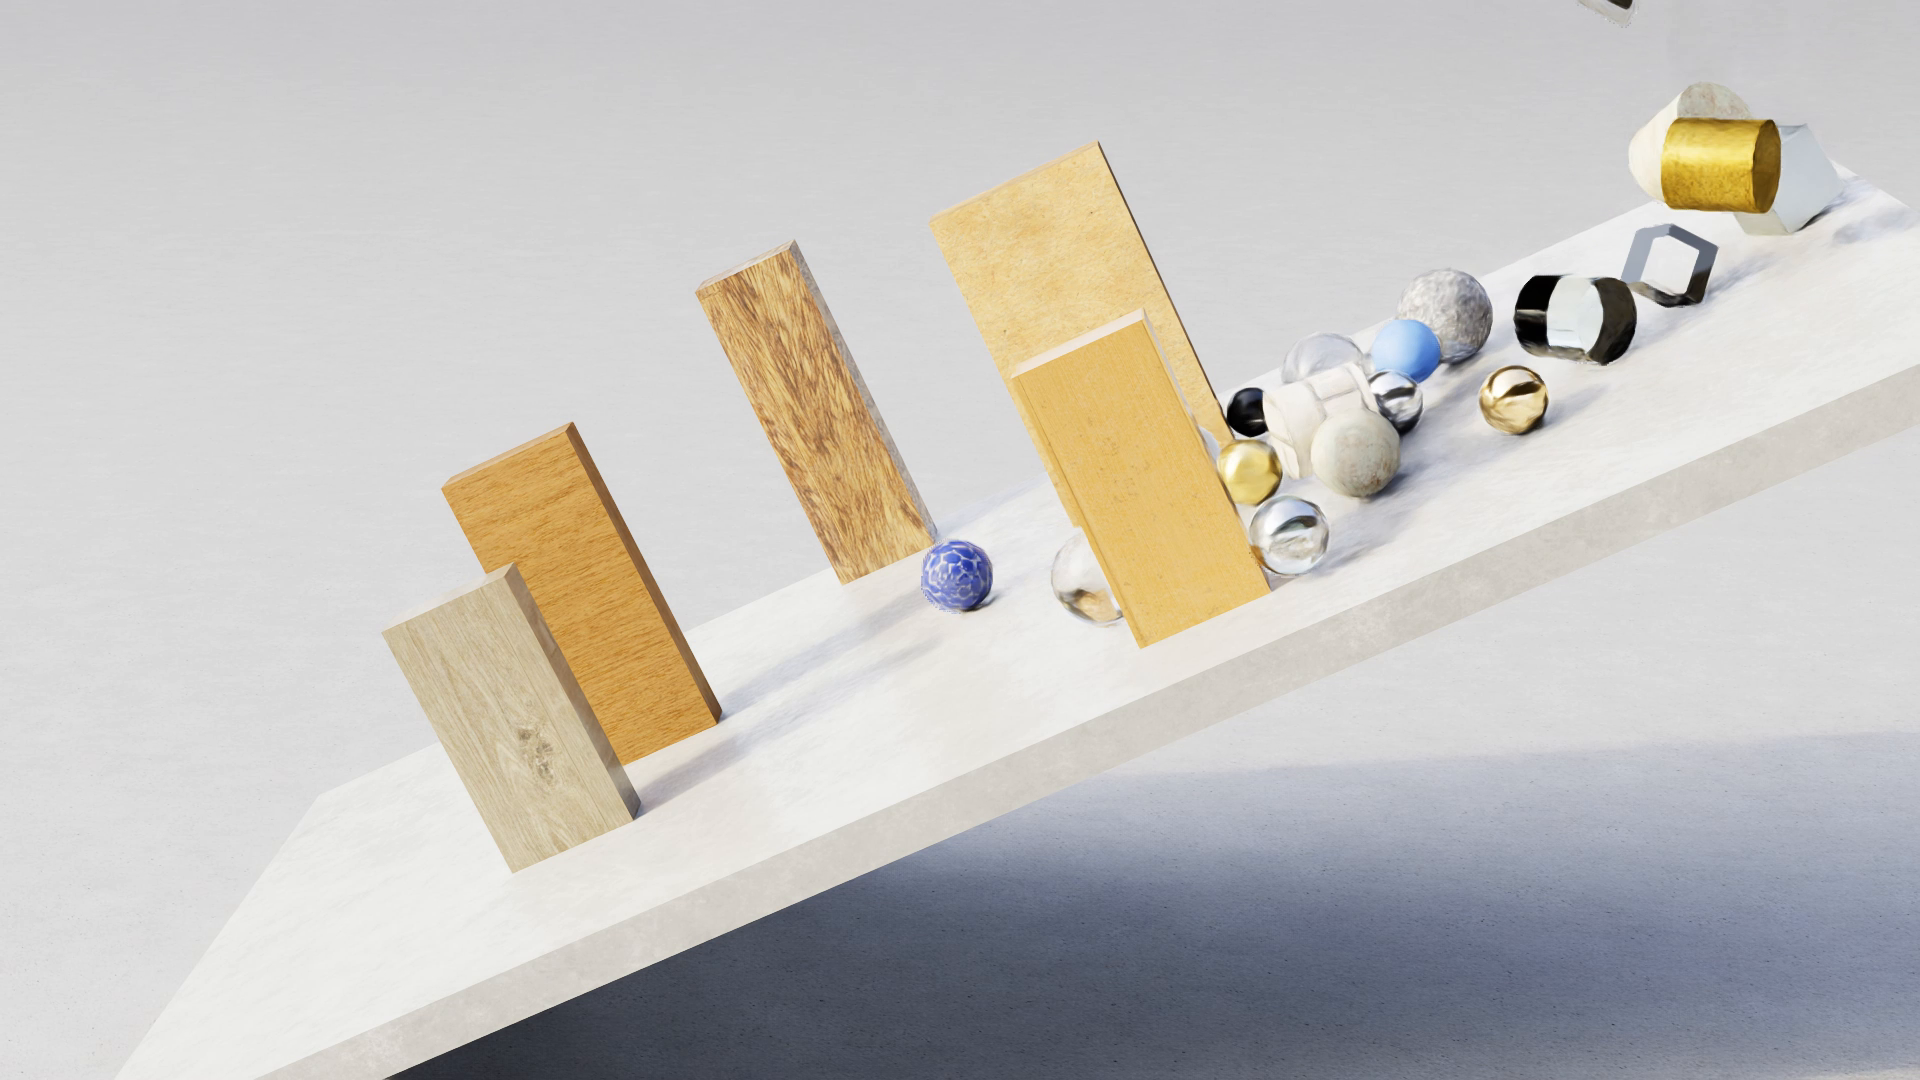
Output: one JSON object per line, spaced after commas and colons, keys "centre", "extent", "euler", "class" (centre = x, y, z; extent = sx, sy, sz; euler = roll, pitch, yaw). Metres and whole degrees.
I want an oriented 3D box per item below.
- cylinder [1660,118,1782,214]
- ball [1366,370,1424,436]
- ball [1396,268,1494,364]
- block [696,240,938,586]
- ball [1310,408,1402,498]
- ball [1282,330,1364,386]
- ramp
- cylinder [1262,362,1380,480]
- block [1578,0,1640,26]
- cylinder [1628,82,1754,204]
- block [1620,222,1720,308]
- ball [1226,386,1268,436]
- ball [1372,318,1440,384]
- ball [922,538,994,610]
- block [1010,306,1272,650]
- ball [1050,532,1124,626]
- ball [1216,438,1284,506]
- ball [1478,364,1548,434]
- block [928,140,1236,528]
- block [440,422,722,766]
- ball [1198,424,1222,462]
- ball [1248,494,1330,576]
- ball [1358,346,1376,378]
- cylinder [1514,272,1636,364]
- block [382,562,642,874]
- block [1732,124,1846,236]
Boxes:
{"centre": [1.500, -0.738, 5.794], "extent": [0.182, 0.182, 0.182], "euler": [7, 17, 32], "class": "cylinder"}
{"centre": [0.887, -0.282, 6.074], "extent": [0.141, 0.141, 0.141], "euler": [0, 16, 0], "class": "ball"}
{"centre": [1.053, -0.486, 6.397], "extent": [0.209, 0.209, 0.209], "euler": [0, 16, 0], "class": "ball"}
{"centre": [-0.339, -0.303, 7.037], "extent": [0.247, 0.790, 0.137], "euler": [-24, 13, 9], "class": "block"}
{"centre": [0.778, -0.172, 5.774], "extent": [0.177, 0.177, 0.177], "euler": [0, 16, 0], "class": "ball"}
{"centre": [0.799, -0.363, 6.443], "extent": [0.190, 0.190, 0.190], "euler": [0, 16, 0], "class": "ball"}
{"centre": [0.136, 0.169, 6.282], "extent": [4.000, 0.100, 2.000], "euler": [-24, 13, 9], "class": "ramp"}
{"centre": [0.734, -0.240, 5.943], "extent": [0.186, 0.186, 0.186], "euler": [-20, 18, -5], "class": "cylinder"}
{"centre": [1.384, -1.176, 6.206], "extent": [0.114, 0.114, 0.114], "euler": [30, 0, 12], "class": "block"}
{"centre": [1.529, -0.826, 6.140], "extent": [0.190, 0.190, 0.190], "euler": [-6, -18, -22], "class": "cylinder"}
{"centre": [1.445, -0.559, 5.997], "extent": [0.123, 0.123, 0.123], "euler": [23, -8, -19], "class": "block"}
{"centre": [0.653, -0.288, 6.599], "extent": [0.113, 0.113, 0.113], "euler": [0, 16, 0], "class": "ball"}
{"centre": [0.932, -0.392, 6.150], "extent": [0.142, 0.142, 0.142], "euler": [0, 16, 0], "class": "ball"}
{"centre": [-0.005, 0.075, 6.345], "extent": [0.155, 0.155, 0.155], "euler": [0, 16, 0], "class": "ball"}
{"centre": [0.340, -0.114, 5.500], "extent": [0.269, 0.574, 0.108], "euler": [-24, 13, 9], "class": "block"}
{"centre": [0.273, 0.073, 5.753], "extent": [0.190, 0.190, 0.190], "euler": [0, 16, 0], "class": "ball"}
{"centre": [0.597, -0.142, 6.081], "extent": [0.141, 0.141, 0.141], "euler": [0, 16, 0], "class": "ball"}
{"centre": [1.073, -0.273, 5.701], "extent": [0.134, 0.134, 0.134], "euler": [0, 16, 0], "class": "ball"}
{"centre": [0.279, -0.452, 6.516], "extent": [0.406, 0.758, 0.098], "euler": [-24, 13, 9], "class": "block"}
{"centre": [-0.818, 0.134, 6.400], "extent": [0.302, 0.724, 0.097], "euler": [-24, 13, 9], "class": "block"}
{"centre": [0.474, -0.165, 6.310], "extent": [0.182, 0.182, 0.182], "euler": [0, 16, 0], "class": "ball"}
{"centre": [0.609, -0.010, 5.451], "extent": [0.151, 0.151, 0.151], "euler": [0, 16, 0], "class": "ball"}
{"centre": [0.917, -0.363, 6.317], "extent": [0.126, 0.126, 0.126], "euler": [0, 16, 0], "class": "ball"}
{"centre": [1.239, -0.448, 5.924], "extent": [0.172, 0.172, 0.172], "euler": [-11, 13, -34], "class": "cylinder"}
{"centre": [-0.914, 0.366, 6.019], "extent": [0.282, 0.573, 0.108], "euler": [-24, 13, 9], "class": "block"}
{"centre": [1.725, -0.758, 6.213], "extent": [0.165, 0.165, 0.165], "euler": [-40, 16, -10], "class": "block"}
